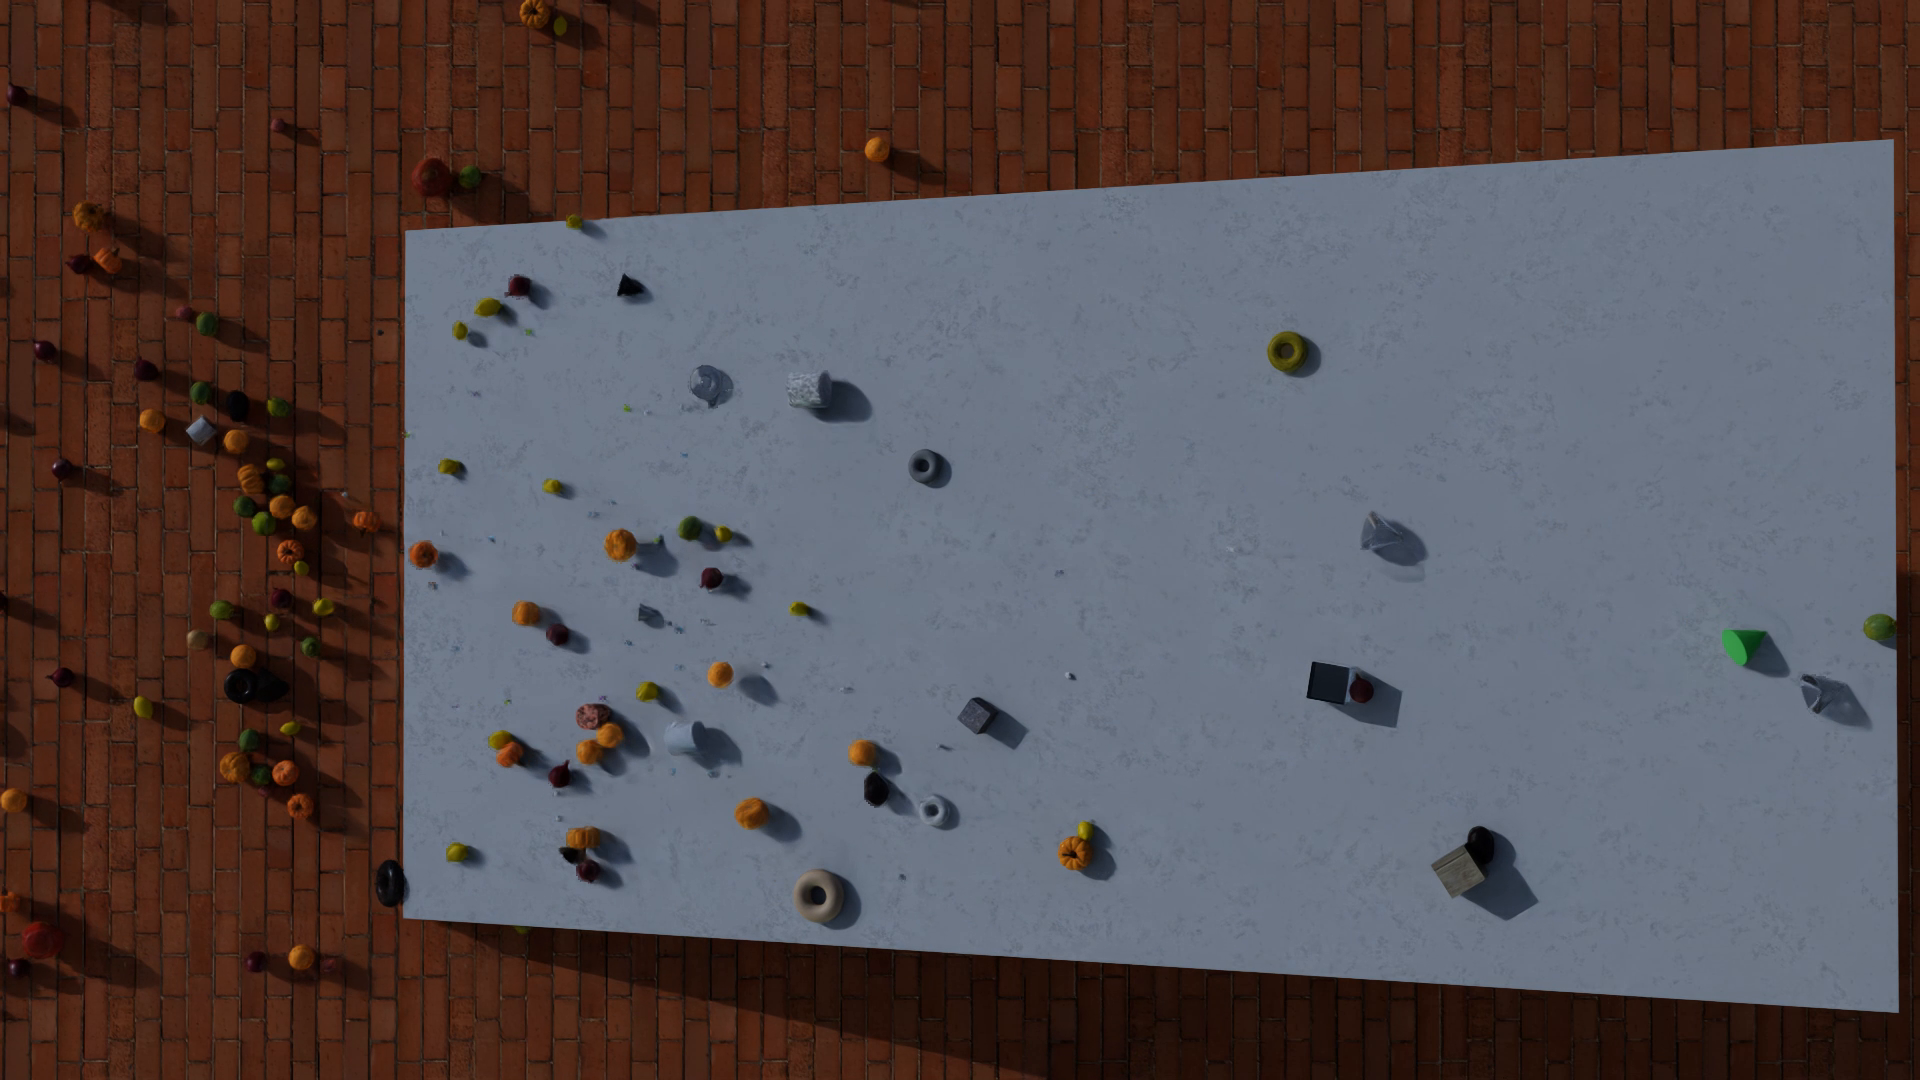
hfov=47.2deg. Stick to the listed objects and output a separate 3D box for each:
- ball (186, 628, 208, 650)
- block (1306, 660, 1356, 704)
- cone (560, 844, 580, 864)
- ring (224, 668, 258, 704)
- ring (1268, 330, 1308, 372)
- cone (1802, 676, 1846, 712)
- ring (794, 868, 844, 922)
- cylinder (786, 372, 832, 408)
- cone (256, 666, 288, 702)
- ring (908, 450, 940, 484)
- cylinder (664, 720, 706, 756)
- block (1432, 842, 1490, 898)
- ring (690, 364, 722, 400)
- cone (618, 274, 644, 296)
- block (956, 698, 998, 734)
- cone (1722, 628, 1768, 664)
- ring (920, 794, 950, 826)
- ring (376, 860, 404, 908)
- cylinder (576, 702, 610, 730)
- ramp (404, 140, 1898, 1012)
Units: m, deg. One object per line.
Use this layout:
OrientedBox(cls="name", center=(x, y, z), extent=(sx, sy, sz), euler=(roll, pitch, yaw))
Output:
OrientedBox(cls="ball", center=(-2.239, 0.292, 6.458), extent=(0.061, 0.061, 0.061), euler=(0, 89, 0))
OrientedBox(cls="block", center=(0.916, 0.351, 5.427), extent=(0.092, 0.092, 0.092), euler=(9, 92, 20))
OrientedBox(cls="cone", center=(-1.087, 0.872, 6.180), extent=(0.061, 0.061, 0.061), euler=(-41, 89, -13))
OrientedBox(cls="ring", center=(-2.113, 0.430, 6.470), extent=(0.105, 0.035, 0.105), euler=(0, 90, 0))
OrientedBox(cls="ring", center=(0.820, -0.472, 5.504), extent=(0.103, 0.034, 0.103), euler=(0, 91, 20))
OrientedBox(cls="cone", center=(2.002, 0.343, 5.061), extent=(0.090, 0.090, 0.090), euler=(-14, 89, -7))
OrientedBox(cls="ring", center=(-0.380, 0.957, 5.912), extent=(0.146, 0.049, 0.146), euler=(0, 89, 19))
OrientedBox(cls="cylinder", center=(-0.405, -0.403, 5.915), extent=(0.094, 0.094, 0.094), euler=(-1, 89, 20))
OrientedBox(cls="cone", center=(-2.038, 0.408, 6.465), extent=(0.098, 0.098, 0.098), euler=(-31, 63, 0))
OrientedBox(cls="ring", center=(-0.094, -0.196, 5.833), extent=(0.092, 0.031, 0.092), euler=(-1, 88, 21))
OrientedBox(cls="cylinder", center=(-0.752, 0.545, 6.033), extent=(0.085, 0.085, 0.085), euler=(-12, 89, 19))
OrientedBox(cls="block", center=(1.209, 0.797, 5.314), extent=(0.093, 0.093, 0.093), euler=(-35, 78, 16))
OrientedBox(cls="ring", center=(-0.700, -0.434, 6.055), extent=(0.097, 0.032, 0.097), euler=(0, 90, 19))
OrientedBox(cls="cone", center=(-0.916, -0.704, 6.138), extent=(0.065, 0.065, 0.065), euler=(16, 89, -7))
OrientedBox(cls="block", center=(0.047, 0.460, 5.754), extent=(0.067, 0.067, 0.067), euler=(38, 101, 16))
OrientedBox(cls="cone", center=(1.841, 0.230, 5.120), extent=(0.092, 0.092, 0.092), euler=(-24, 89, -9))
OrientedBox(cls="ring", center=(-0.068, 0.716, 5.813), extent=(0.085, 0.028, 0.085), euler=(0, 90, 21))
OrientedBox(cls="ring", center=(-1.665, 1.003, 6.424), extent=(0.046, 0.139, 0.139), euler=(4, 89, -38))
OrientedBox(cls="cylinder", center=(-1.023, 0.492, 6.139), extent=(0.071, 0.071, 0.071), euler=(0, 89, 20))
OrientedBox(cls="ramp", center=(0.280, 0.090, 5.763), extent=(4.000, 0.100, 2.000), euler=(0, 89, 20))
